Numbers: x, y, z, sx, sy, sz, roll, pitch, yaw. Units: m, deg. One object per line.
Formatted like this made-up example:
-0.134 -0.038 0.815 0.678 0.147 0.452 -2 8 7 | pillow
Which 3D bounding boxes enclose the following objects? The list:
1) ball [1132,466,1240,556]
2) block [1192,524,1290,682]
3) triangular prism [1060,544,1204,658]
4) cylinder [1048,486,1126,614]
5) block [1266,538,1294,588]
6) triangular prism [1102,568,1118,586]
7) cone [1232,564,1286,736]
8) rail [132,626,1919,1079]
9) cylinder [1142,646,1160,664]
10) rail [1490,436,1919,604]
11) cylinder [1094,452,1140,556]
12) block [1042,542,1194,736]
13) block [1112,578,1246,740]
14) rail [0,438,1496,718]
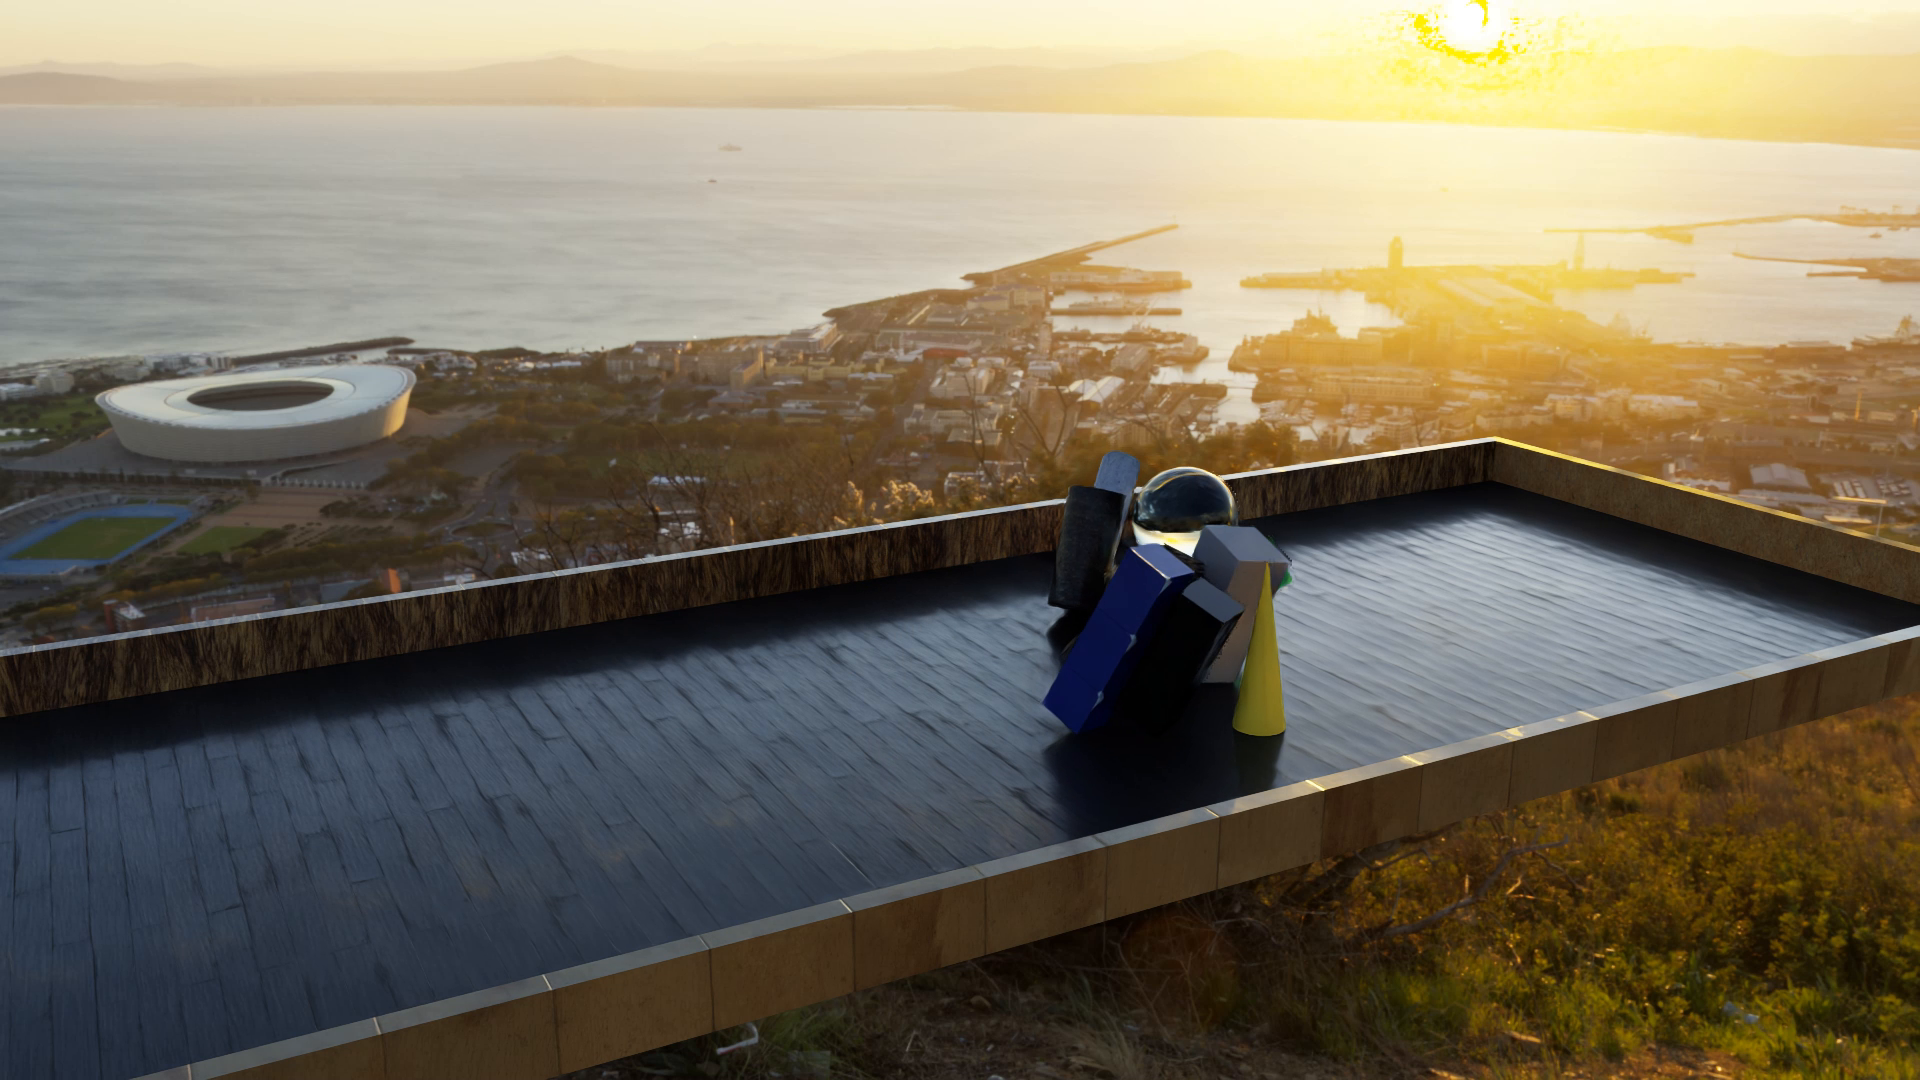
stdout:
0.611 -0.055 4.476 0.288 0.288 0.288 0 16 0 | ball
0.641 0.160 4.074 0.158 0.362 0.158 2 32 -31 | block
0.441 0.194 4.042 0.119 0.400 0.138 -1 47 -54 | triangular prism
0.352 0.029 4.594 0.160 0.337 0.160 11 -4 1 | cylinder
0.704 0.126 4.402 0.331 0.129 0.129 -27 -4 4 | block
0.565 0.081 4.597 0.356 0.146 0.126 -24 69 -31 | triangular prism
0.702 0.238 3.815 0.125 0.411 0.125 0 16 0 | cone
-2.336 1.006 1.665 12.000 0.150 0.050 -9 18 -27 | rail
0.613 0.146 4.253 0.418 0.141 0.141 -34 21 -2 | cylinder
2.466 -0.048 5.253 0.050 0.150 2.100 -9 18 -27 | rail
0.419 -0.045 4.824 0.118 0.118 0.442 7 60 22 | cylinder
0.357 0.226 3.757 0.116 0.453 0.116 41 29 27 | block
0.500 0.272 3.778 0.123 0.348 0.123 37 31 19 | block
-3.305 0.497 3.399 12.000 0.150 0.050 -9 18 -27 | rail
